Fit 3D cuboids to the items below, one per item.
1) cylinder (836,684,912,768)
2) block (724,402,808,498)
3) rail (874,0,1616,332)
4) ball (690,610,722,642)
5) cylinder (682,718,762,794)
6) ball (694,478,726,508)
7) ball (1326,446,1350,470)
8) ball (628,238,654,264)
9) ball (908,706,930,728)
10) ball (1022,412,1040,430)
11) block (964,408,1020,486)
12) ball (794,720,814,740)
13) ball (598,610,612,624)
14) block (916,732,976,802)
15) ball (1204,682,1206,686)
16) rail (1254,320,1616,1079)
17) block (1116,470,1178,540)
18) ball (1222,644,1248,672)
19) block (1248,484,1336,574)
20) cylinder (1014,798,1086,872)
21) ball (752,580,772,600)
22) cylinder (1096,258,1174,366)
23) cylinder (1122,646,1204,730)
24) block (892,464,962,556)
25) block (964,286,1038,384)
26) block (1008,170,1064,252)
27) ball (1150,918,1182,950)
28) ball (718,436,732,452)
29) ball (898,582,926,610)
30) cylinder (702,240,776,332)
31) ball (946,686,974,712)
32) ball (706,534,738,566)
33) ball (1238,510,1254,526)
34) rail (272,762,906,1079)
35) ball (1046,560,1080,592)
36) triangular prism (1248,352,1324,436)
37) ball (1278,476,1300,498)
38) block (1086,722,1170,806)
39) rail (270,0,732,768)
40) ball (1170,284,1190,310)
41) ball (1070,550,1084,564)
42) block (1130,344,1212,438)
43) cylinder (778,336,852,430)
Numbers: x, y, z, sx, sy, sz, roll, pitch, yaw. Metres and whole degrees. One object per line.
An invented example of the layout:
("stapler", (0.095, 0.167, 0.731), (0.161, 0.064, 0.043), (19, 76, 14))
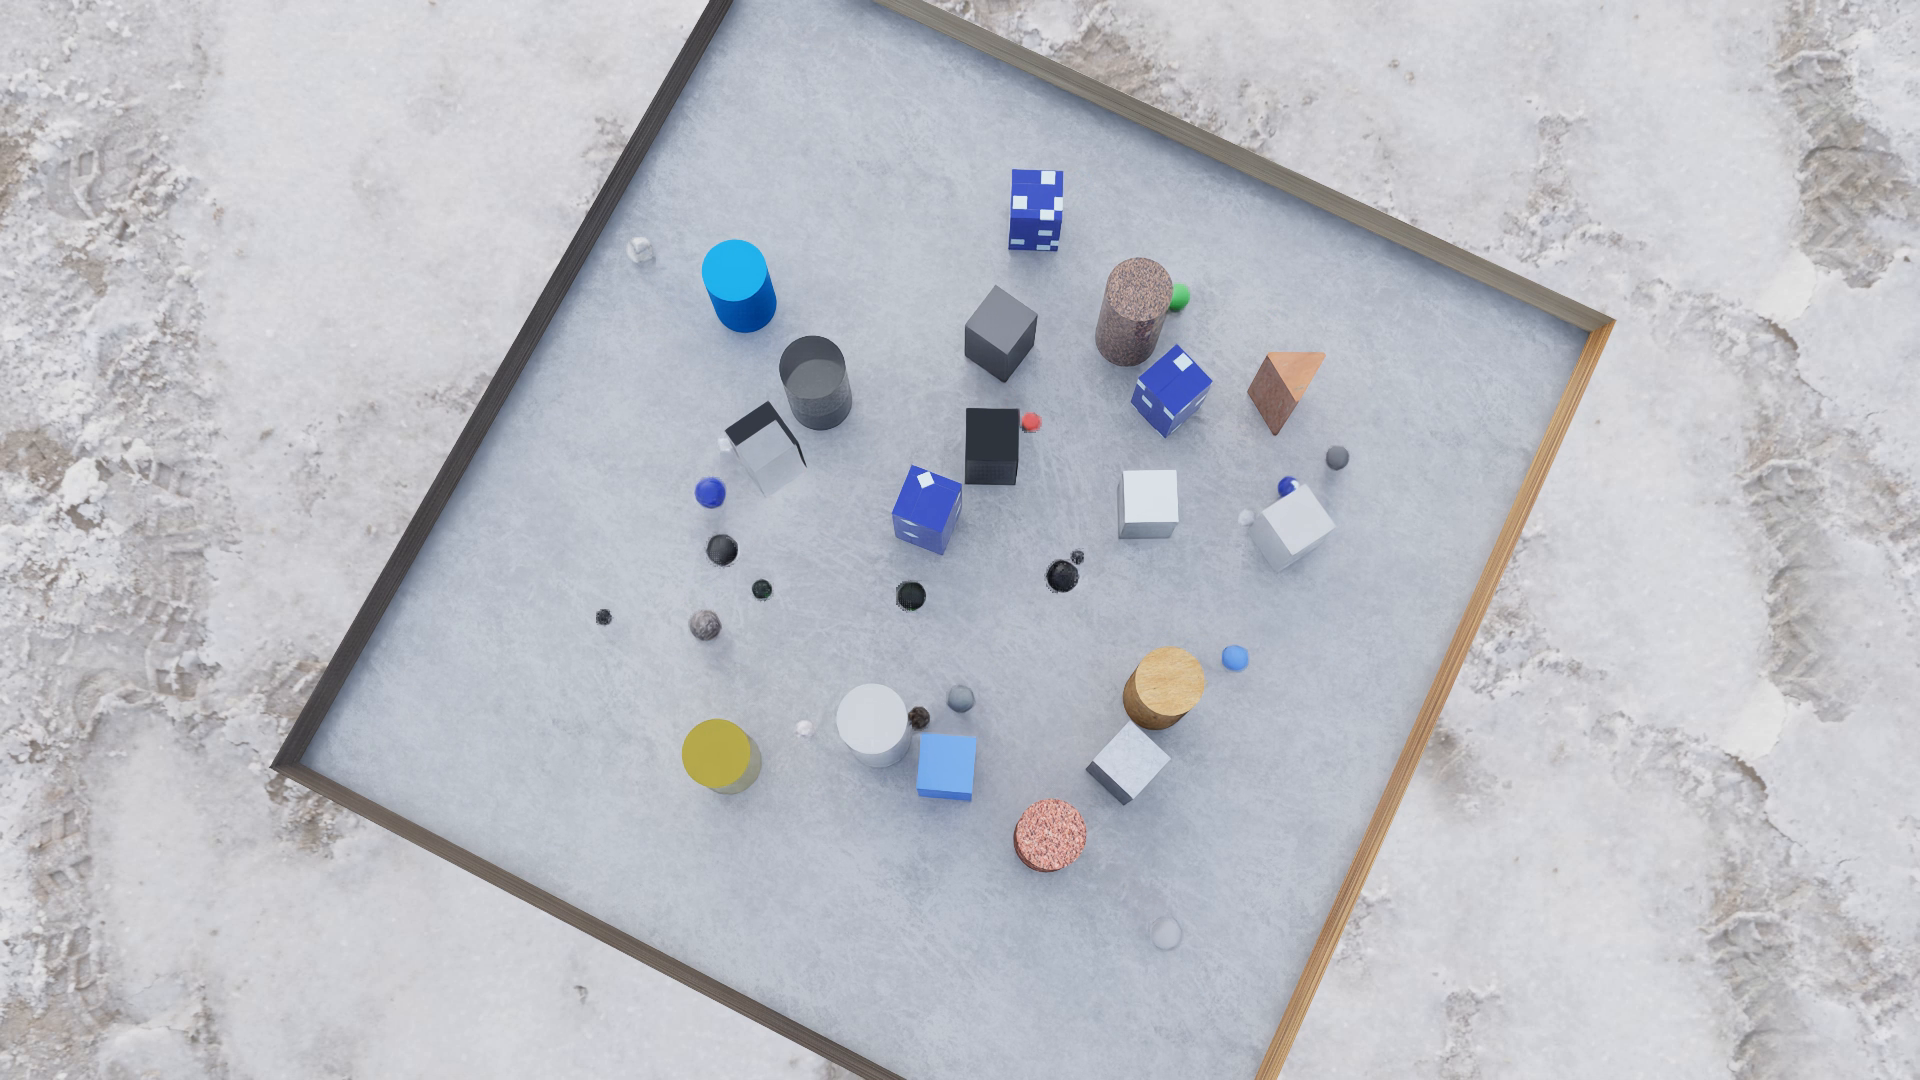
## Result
("cylinder", (-0.243, 0.539, 5.274), (0.195, 0.452, 0.195), (0, 78, 0))
("block", (-0.579, -0.269, 5.504), (0.156, 0.329, 0.156), (-35, 80, -7))
("rail", (0.667, -1.300, 5.820), (2.997, 0.127, 0.045), (26, 80, 5))
("ball", (-0.766, 0.258, 5.515), (0.094, 0.094, 0.094), (0, 78, 0))
("cylinder", (-0.690, 0.633, 5.332), (0.195, 0.301, 0.195), (0, 78, 0))
("ball", (-0.763, -0.143, 5.598), (0.095, 0.095, 0.095), (0, 78, 0))
("ball", (1.160, -0.252, 5.632), (0.073, 0.073, 0.073), (0, 78, 0))
("ball", (-1.005, -0.909, 5.763), (0.081, 0.081, 0.081), (0, 78, 0))
("ball", (-0.123, 0.530, 5.473), (0.065, 0.065, 0.065), (0, 78, 0))
("ball", (0.217, -0.366, 5.663), (0.057, 0.057, 0.057), (0, 78, 0))
("block", (0.095, -0.278, 5.514), (0.156, 0.313, 0.156), (1, 78, 0))
("ball", (-0.465, 0.568, 5.469), (0.059, 0.059, 0.059), (0, 78, 0))
("ball", (-1.076, 0.236, 5.546), (0.042, 0.042, 0.042), (0, 78, 0))
("block", (-0.037, 0.660, 5.304), (0.156, 0.345, 0.156), (5, 78, 1))
("ball", (0.710, 0.431, 5.501), (0.051, 0.051, 0.051), (0, 78, 0))
("rail", (1.319, 0.653, 5.416), (0.045, 0.127, 3.031), (26, 80, 5))
("block", (0.562, -0.104, 5.515), (0.156, 0.242, 0.156), (-1, 78, 0))
("ball", (0.824, 0.355, 5.503), (0.079, 0.079, 0.079), (0, 78, 0))
("block", (0.989, -0.032, 5.480), (0.156, 0.280, 0.156), (-33, 80, -6))
("cylinder", (0.255, 0.853, 5.267), (0.195, 0.339, 0.195), (0, 78, 0))
("ball", (-0.599, 0.150, 5.554), (0.062, 0.062, 0.062), (0, 78, 0))
("cylinder", (0.521, -0.682, 5.530), (0.195, 0.446, 0.195), (0, 78, 0))
("cylinder", (0.587, 0.435, 5.320), (0.195, 0.404, 0.195), (0, 78, 0))
("block", (-0.096, -0.085, 5.460), (0.156, 0.341, 0.156), (21, 79, 4))
("block", (0.123, -0.625, 5.592), (0.156, 0.301, 0.156), (36, 81, 7))
("block", (0.234, -1.021, 5.689), (0.156, 0.271, 0.156), (2, 78, 0))
("ball", (0.598, 1.145, 5.332), (0.094, 0.094, 0.094), (0, 78, 0))
("ball", (-0.725, -0.298, 5.654), (0.048, 0.048, 0.048), (0, 78, 0))
("ball", (-0.146, 0.169, 5.537), (0.087, 0.087, 0.087), (0, 78, 0))
("cylinder", (-0.675, -0.776, 5.623), (0.195, 0.301, 0.195), (0, 78, 0))
("ball", (0.002, 0.475, 5.476), (0.083, 0.083, 0.083), (0, 78, 0))
("ball", (-0.721, 0.030, 5.561), (0.096, 0.096, 0.096), (0, 78, 0))
("ball", (0.878, -0.070, 5.606), (0.049, 0.049, 0.049), (0, 78, 0))
("rail", (-0.667, 1.313, 5.279), (2.997, 0.127, 0.045), (26, 80, 5))
("ball", (0.311, 0.111, 5.544), (0.097, 0.097, 0.097), (0, 78, 0))
("triangular prism", (0.959, -0.469, 5.518), (0.146, 0.383, 0.169), (30, 80, 6))
("ball", (1.006, -0.160, 5.615), (0.068, 0.068, 0.068), (0, 78, 0))
("block", (0.484, 0.650, 5.319), (0.156, 0.319, 0.156), (43, 81, 8))
("rail", (-1.319, -0.639, 5.683), (0.045, 0.127, 3.031), (26, 80, 5))
("ball", (0.679, -0.759, 5.732), (0.081, 0.081, 0.081), (0, 78, 0))
("ball", (0.359, 0.053, 5.584), (0.043, 0.043, 0.043), (0, 78, 0))
("block", (0.640, -0.448, 5.569), (0.156, 0.276, 0.156), (-41, 81, -8))
("cylinder", (-0.433, -0.470, 5.535), (0.195, 0.350, 0.195), (0, 78, 0))
